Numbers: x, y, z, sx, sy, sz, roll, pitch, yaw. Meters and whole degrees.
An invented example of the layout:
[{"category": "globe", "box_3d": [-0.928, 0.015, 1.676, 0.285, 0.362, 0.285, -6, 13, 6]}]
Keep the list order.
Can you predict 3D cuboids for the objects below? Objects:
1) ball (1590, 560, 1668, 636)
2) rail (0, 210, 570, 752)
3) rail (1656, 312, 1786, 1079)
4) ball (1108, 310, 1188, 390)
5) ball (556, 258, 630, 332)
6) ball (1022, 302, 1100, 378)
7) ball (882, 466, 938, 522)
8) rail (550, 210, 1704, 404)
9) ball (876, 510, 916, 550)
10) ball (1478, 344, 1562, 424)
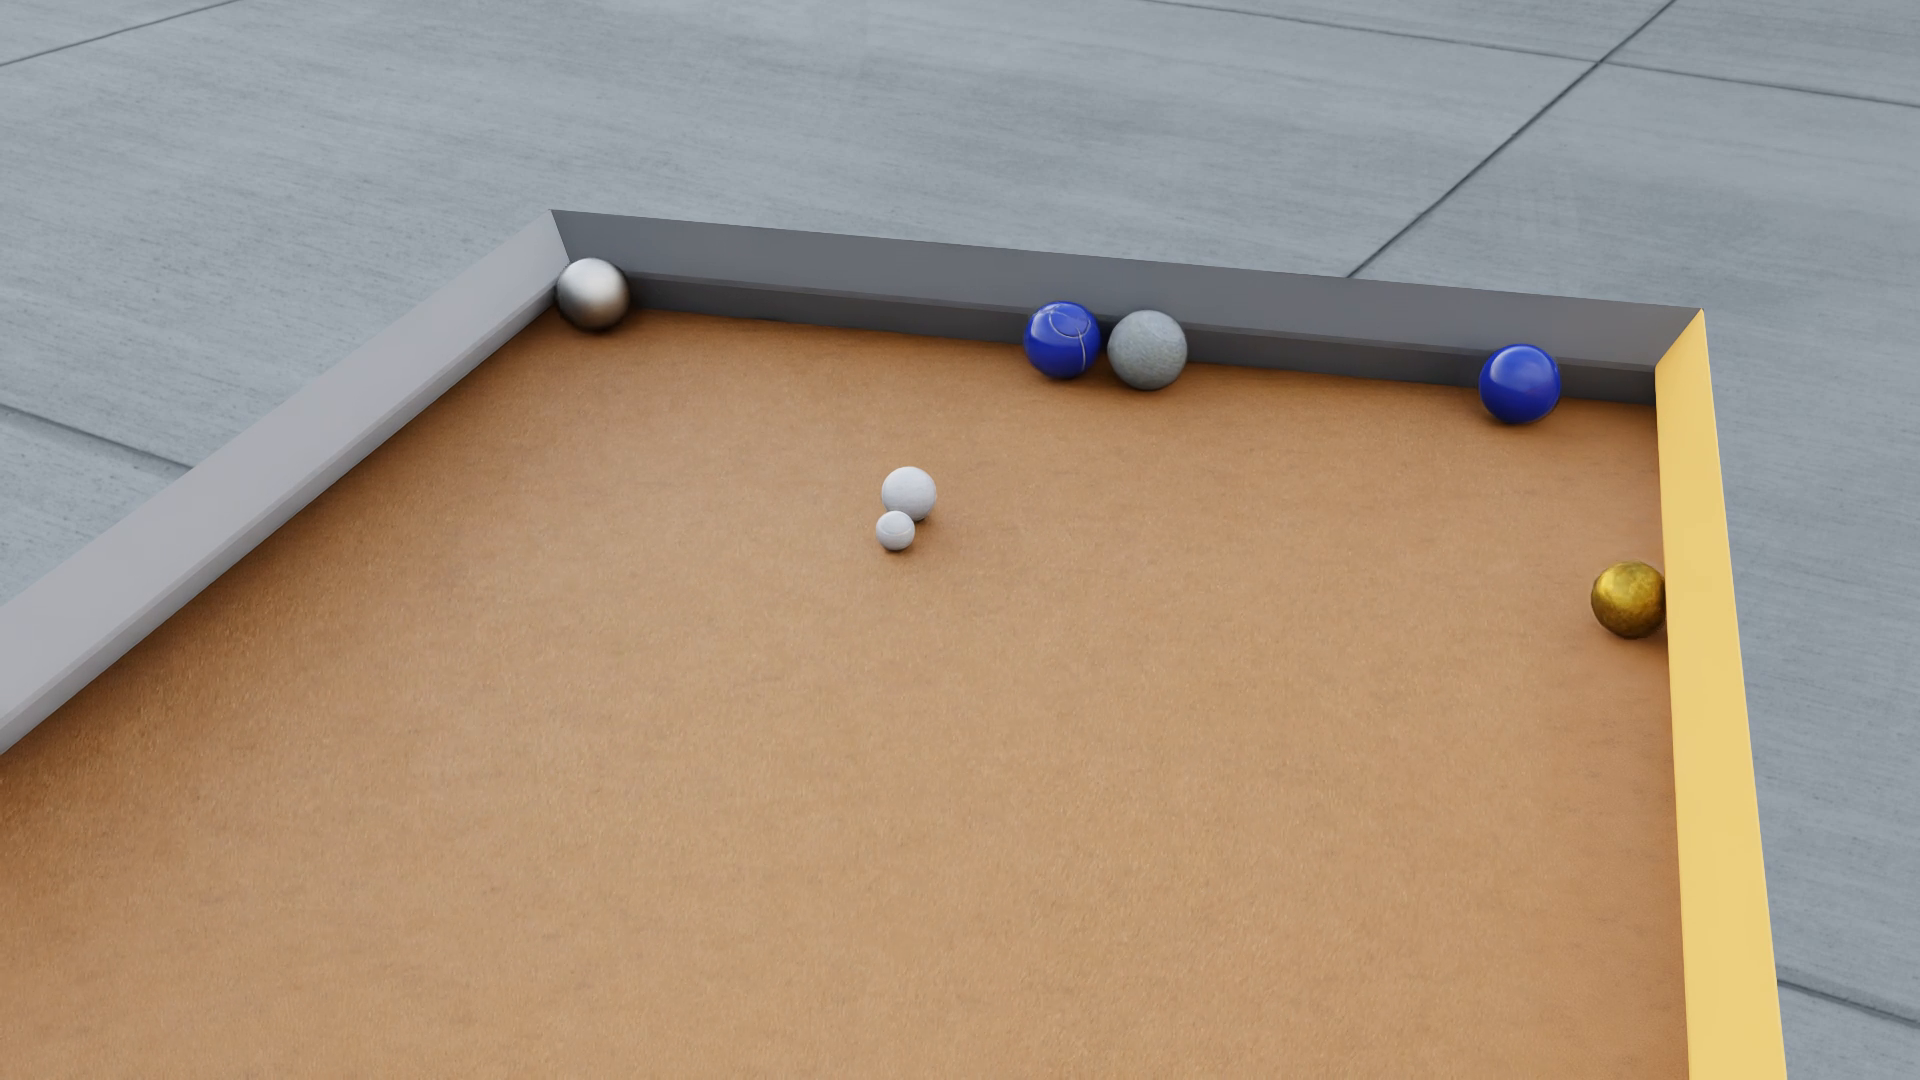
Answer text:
[{"category": "ball", "box_3d": [0.630, 0.055, 2.066, 0.072, 0.072, 0.072, 0, 27, 0]}, {"category": "rail", "box_3d": [-0.826, 0.171, 1.774, 0.045, 0.122, 2.503, 7, 27, 13]}, {"category": "rail", "box_3d": [0.507, 0.328, 1.460, 0.045, 0.122, 2.503, 7, 27, 13]}, {"category": "ball", "box_3d": [0.221, -0.225, 2.601, 0.094, 0.094, 0.094, 0, 27, 0]}, {"category": "ball", "box_3d": [-0.462, -0.308, 2.769, 0.093, 0.093, 0.093, 0, 27, 0]}, {"category": "ball", "box_3d": [0.121, -0.239, 2.632, 0.093, 0.093, 0.093, 0, 27, 0]}, {"category": "ball", "box_3d": [-0.053, -0.047, 2.286, 0.058, 0.058, 0.058, 0, 27, 0]}, {"category": "rail", "box_3d": [0.154, -0.281, 2.679, 1.425, 0.122, 0.045, 7, 27, 13]}, {"category": "ball", "box_3d": [-0.066, -0.009, 2.230, 0.040, 0.040, 0.040, 0, 27, 0]}, {"category": "ball", "box_3d": [0.639, -0.178, 2.510, 0.092, 0.092, 0.092, 0, 27, 0]}]
